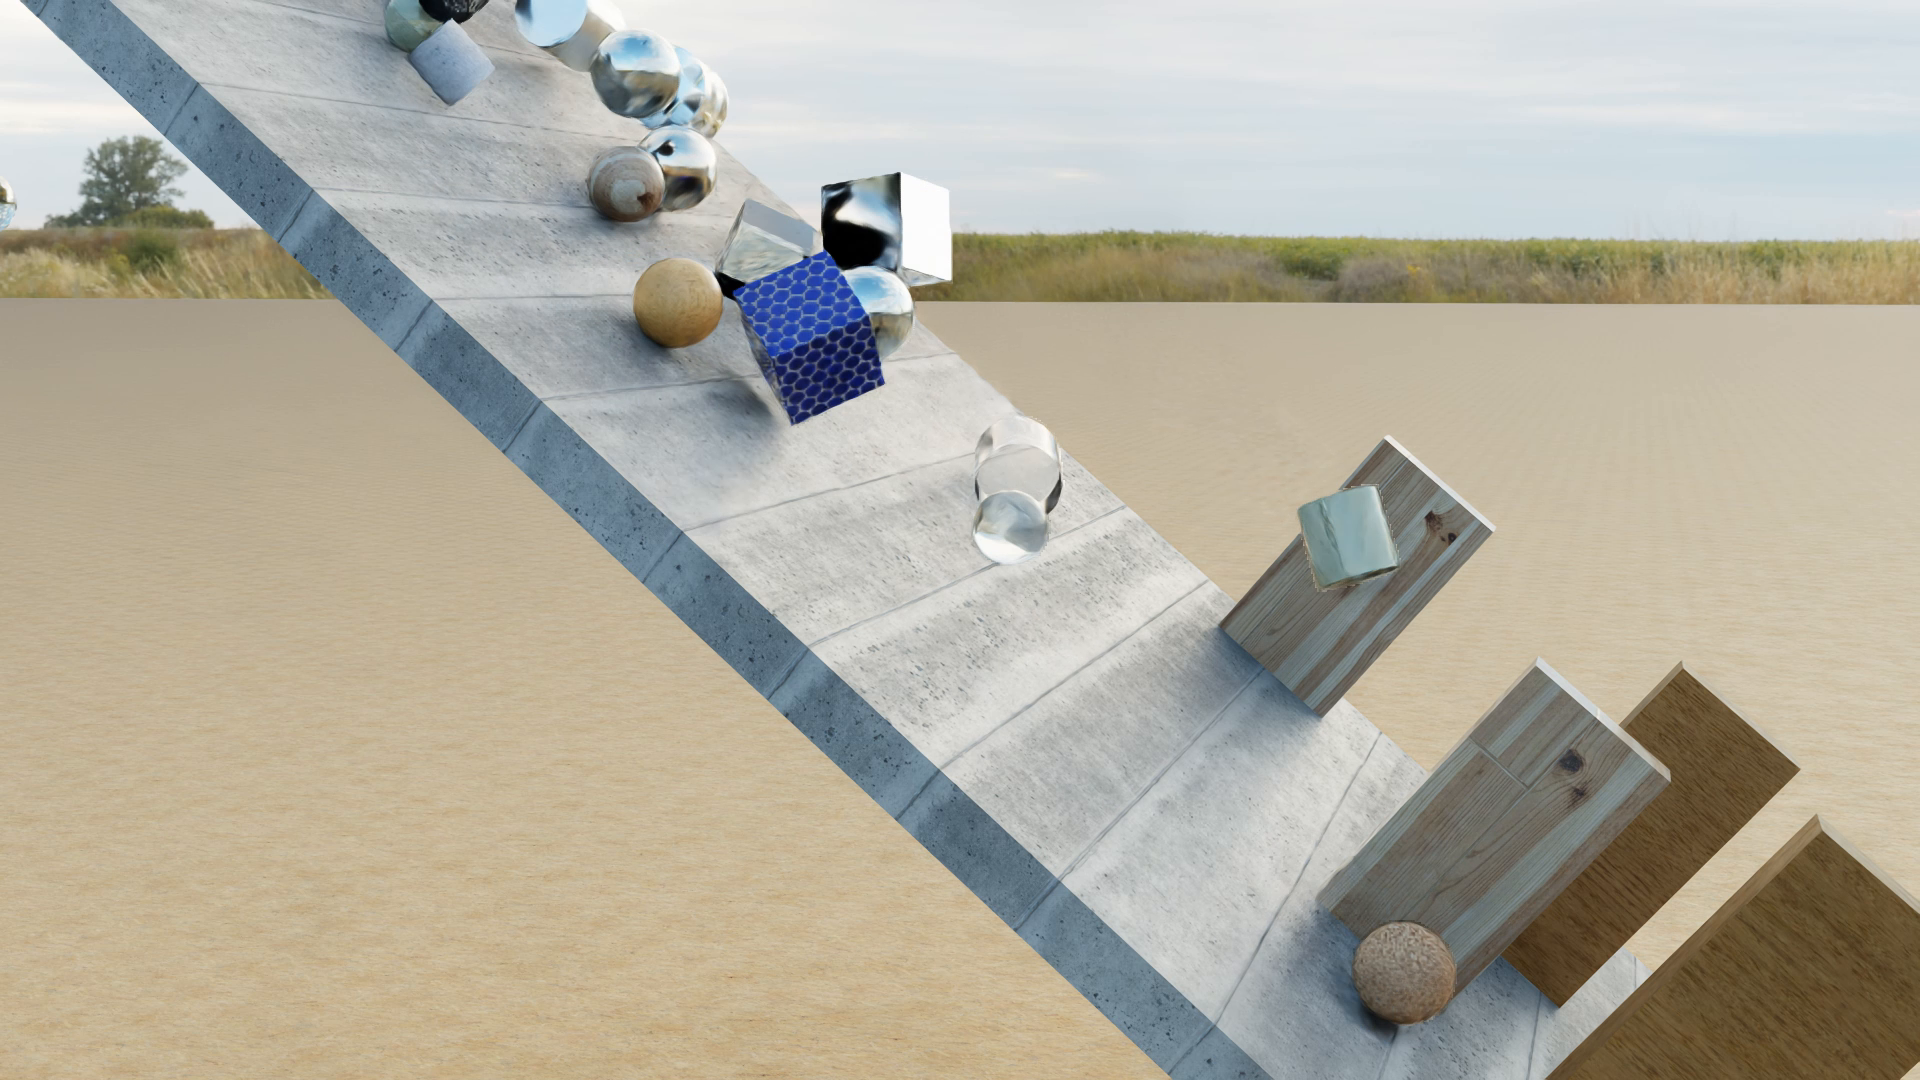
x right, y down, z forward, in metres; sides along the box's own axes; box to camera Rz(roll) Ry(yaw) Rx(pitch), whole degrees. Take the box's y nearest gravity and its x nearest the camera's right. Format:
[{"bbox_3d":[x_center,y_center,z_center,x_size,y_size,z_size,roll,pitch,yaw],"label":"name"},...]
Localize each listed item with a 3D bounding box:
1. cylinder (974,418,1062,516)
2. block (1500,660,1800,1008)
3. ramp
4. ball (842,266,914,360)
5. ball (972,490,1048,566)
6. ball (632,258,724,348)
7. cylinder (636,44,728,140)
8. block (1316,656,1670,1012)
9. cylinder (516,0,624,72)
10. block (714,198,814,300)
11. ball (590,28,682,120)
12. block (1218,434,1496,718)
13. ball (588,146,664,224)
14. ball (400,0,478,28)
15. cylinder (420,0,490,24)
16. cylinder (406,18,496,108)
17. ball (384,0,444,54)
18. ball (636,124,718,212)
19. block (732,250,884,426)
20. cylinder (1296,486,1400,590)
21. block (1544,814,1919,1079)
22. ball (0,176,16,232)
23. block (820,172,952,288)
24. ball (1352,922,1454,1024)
[{"bbox_3d":[0.111,-0.133,4.229,0.165,0.165,0.165,0,21,0],"label":"cylinder"},{"bbox_3d":[1.216,0.542,4.048,0.267,0.621,0.098,42,16,8],"label":"block"},{"bbox_3d":[0.010,0.036,4.036,4.000,0.100,2.000,42,16,8],"label":"ramp"},{"bbox_3d":[-0.186,-0.450,4.370,0.191,0.191,0.191,0,7,0],"label":"ball"},{"bbox_3d":[0.091,-0.023,3.944,0.136,0.136,0.136,0,7,0],"label":"ball"},{"bbox_3d":[-0.471,-0.397,3.675,0.151,0.151,0.151,0,7,0],"label":"ball"},{"bbox_3d":[-0.575,-0.899,4.453,0.174,0.174,0.174,1,0,9],"label":"cylinder"},{"bbox_3d":[0.866,0.482,3.593,0.274,0.534,0.090,42,16,8],"label":"block"},{"bbox_3d":[-0.814,-1.085,4.595,0.167,0.167,0.167,2,-6,18],"label":"cylinder"},{"bbox_3d":[-0.376,-0.536,4.190,0.143,0.143,0.143,23,28,-14],"label":"block"},{"bbox_3d":[-0.609,-0.877,4.134,0.169,0.169,0.169,0,7,0],"label":"ball"},{"bbox_3d":[0.827,0.077,4.597,0.292,0.527,0.093,42,16,8],"label":"block"},{"bbox_3d":[-0.617,-0.657,4.064,0.141,0.141,0.141,0,7,0],"label":"ball"},{"bbox_3d":[-1.014,-1.078,4.274,0.160,0.160,0.160,0,7,0],"label":"ball"},{"bbox_3d":[-0.911,-1.013,3.999,0.117,0.117,0.117,1,30,10],"label":"cylinder"},{"bbox_3d":[-0.905,-0.848,3.909,0.111,0.111,0.111,-35,21,15],"label":"cylinder"},{"bbox_3d":[-1.000,-0.954,4.051,0.117,0.117,0.117,0,7,0],"label":"ball"},{"bbox_3d":[-0.562,-0.732,4.332,0.169,0.169,0.169,0,7,0],"label":"ball"},{"bbox_3d":[-0.259,-0.347,3.779,0.178,0.178,0.178,-25,54,-9],"label":"block"},{"bbox_3d":[0.775,-0.004,4.393,0.166,0.166,0.166,-15,-8,-2],"label":"cylinder"},{"bbox_3d":[1.014,0.726,2.957,0.288,0.709,0.098,42,16,8],"label":"block"},{"bbox_3d":[-1.987,-0.685,4.459,0.137,0.137,0.137,0,7,0],"label":"ball"},{"bbox_3d":[-0.153,-0.639,4.587,0.194,0.194,0.194,-4,-5,30],"label":"block"},{"bbox_3d":[0.683,0.666,3.385,0.154,0.154,0.154,0,7,0],"label":"ball"}]
